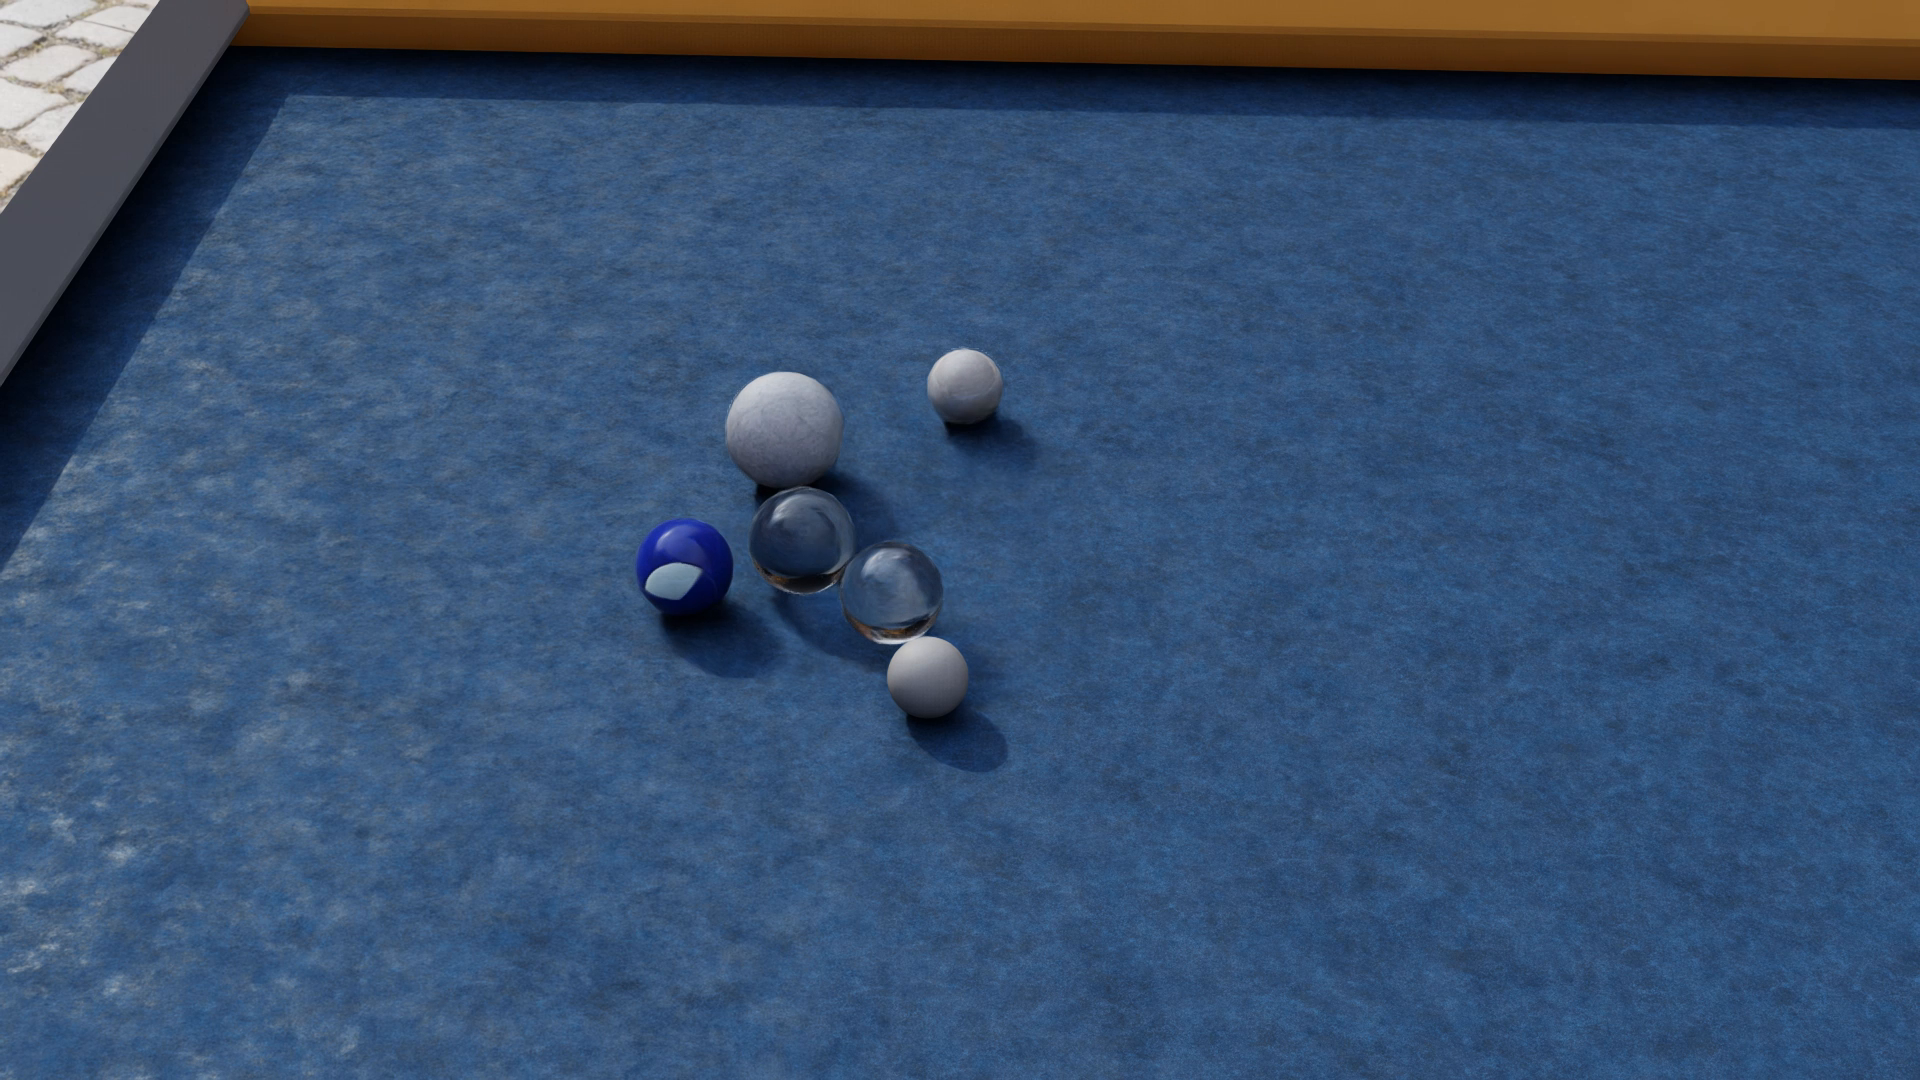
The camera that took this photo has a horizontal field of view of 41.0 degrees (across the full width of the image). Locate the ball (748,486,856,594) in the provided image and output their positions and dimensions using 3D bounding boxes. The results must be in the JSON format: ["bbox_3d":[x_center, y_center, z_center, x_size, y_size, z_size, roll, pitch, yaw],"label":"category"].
[{"bbox_3d":[-0.111,0.000,1.804,0.076,0.076,0.076,0,35,0],"label":"ball"}]

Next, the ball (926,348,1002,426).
[{"bbox_3d":[0.004,-0.118,1.986,0.059,0.059,0.059,0,35,0],"label":"ball"}]

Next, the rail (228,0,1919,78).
[{"bbox_3d":[0.819,-0.488,2.460,3.116,0.114,0.045,2,35,2],"label":"rail"}]

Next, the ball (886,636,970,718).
[{"bbox_3d":[-0.021,0.091,1.694,0.054,0.054,0.054,0,35,0],"label":"ball"}]

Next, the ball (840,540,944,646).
[{"bbox_3d":[-0.047,0.036,1.757,0.071,0.071,0.071,0,35,0],"label":"ball"}]

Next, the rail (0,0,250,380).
[{"bbox_3d":[-0.755,-0.039,1.825,0.045,0.114,1.752,2,35,2],"label":"rail"}]

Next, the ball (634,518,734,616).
[{"bbox_3d":[-0.191,0.019,1.783,0.069,0.069,0.069,0,35,0],"label":"ball"}]

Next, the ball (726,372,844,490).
[{"bbox_3d":[-0.130,-0.081,1.910,0.088,0.088,0.088,0,35,0],"label":"ball"}]
